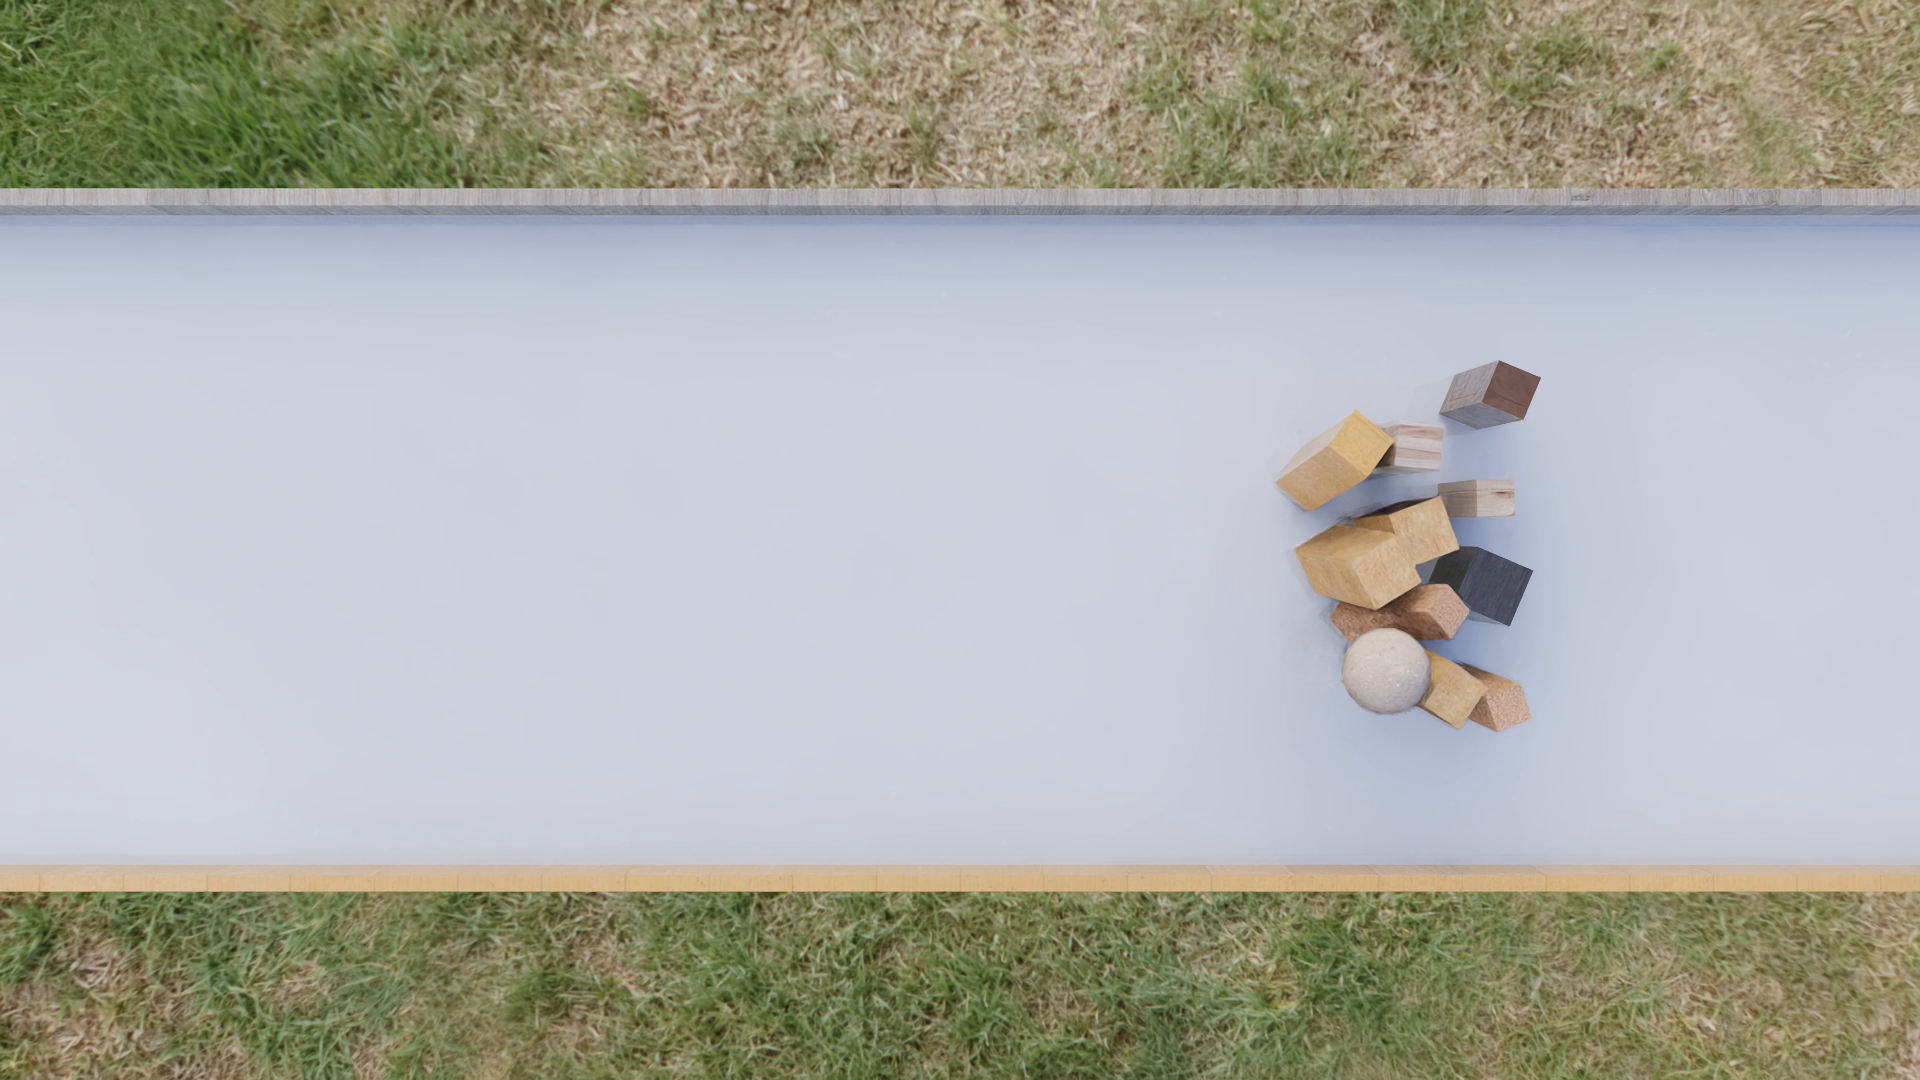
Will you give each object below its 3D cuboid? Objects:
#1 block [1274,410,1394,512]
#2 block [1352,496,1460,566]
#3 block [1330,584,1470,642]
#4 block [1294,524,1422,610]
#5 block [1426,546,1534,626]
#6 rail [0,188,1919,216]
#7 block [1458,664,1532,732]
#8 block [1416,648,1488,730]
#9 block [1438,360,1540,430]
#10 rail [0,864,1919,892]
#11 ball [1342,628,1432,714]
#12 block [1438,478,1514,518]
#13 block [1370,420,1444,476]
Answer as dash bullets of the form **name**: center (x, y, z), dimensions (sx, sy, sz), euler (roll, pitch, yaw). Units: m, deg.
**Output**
- **block**: center (1.096, -0.228, 4.855), dimensions (0.142, 0.419, 0.142), euler (39, 74, 0)
- **block**: center (1.320, -0.019, 4.901), dimensions (0.162, 0.342, 0.162), euler (-20, 90, -4)
- **block**: center (1.286, 0.219, 4.853), dimensions (0.111, 0.423, 0.111), euler (47, 67, -16)
- **block**: center (1.161, 0.074, 4.845), dimensions (0.158, 0.429, 0.158), euler (-30, 99, -7)
- **block**: center (1.535, 0.134, 4.910), dimensions (0.175, 0.333, 0.175), euler (23, 90, 0)
- **rail**: center (-2.247, -1.025, 5.002), dimensions (12.000, 0.150, 0.050), euler (0, 90, 0)
- **block**: center (1.537, 0.461, 4.870), dimensions (0.108, 0.398, 0.108), euler (-21, 96, -4)
- **block**: center (1.342, 0.396, 4.854), dimensions (0.147, 0.417, 0.147), euler (33, 91, -21)
- **block**: center (1.558, -0.424, 4.868), dimensions (0.129, 0.417, 0.129), euler (23, 90, 0)
- **rail**: center (-2.247, 1.025, 5.001), dimensions (12.000, 0.150, 0.050), euler (0, 90, 0)
- **ball**: center (1.202, 0.370, 4.651), dimensions (0.244, 0.244, 0.244), euler (0, 90, 0)
- **block**: center (1.525, -0.121, 4.885), dimensions (0.107, 0.382, 0.107), euler (-1, 90, 0)
- **block**: center (1.283, -0.268, 4.862), dimensions (0.130, 0.421, 0.130), euler (7, 90, -4)
